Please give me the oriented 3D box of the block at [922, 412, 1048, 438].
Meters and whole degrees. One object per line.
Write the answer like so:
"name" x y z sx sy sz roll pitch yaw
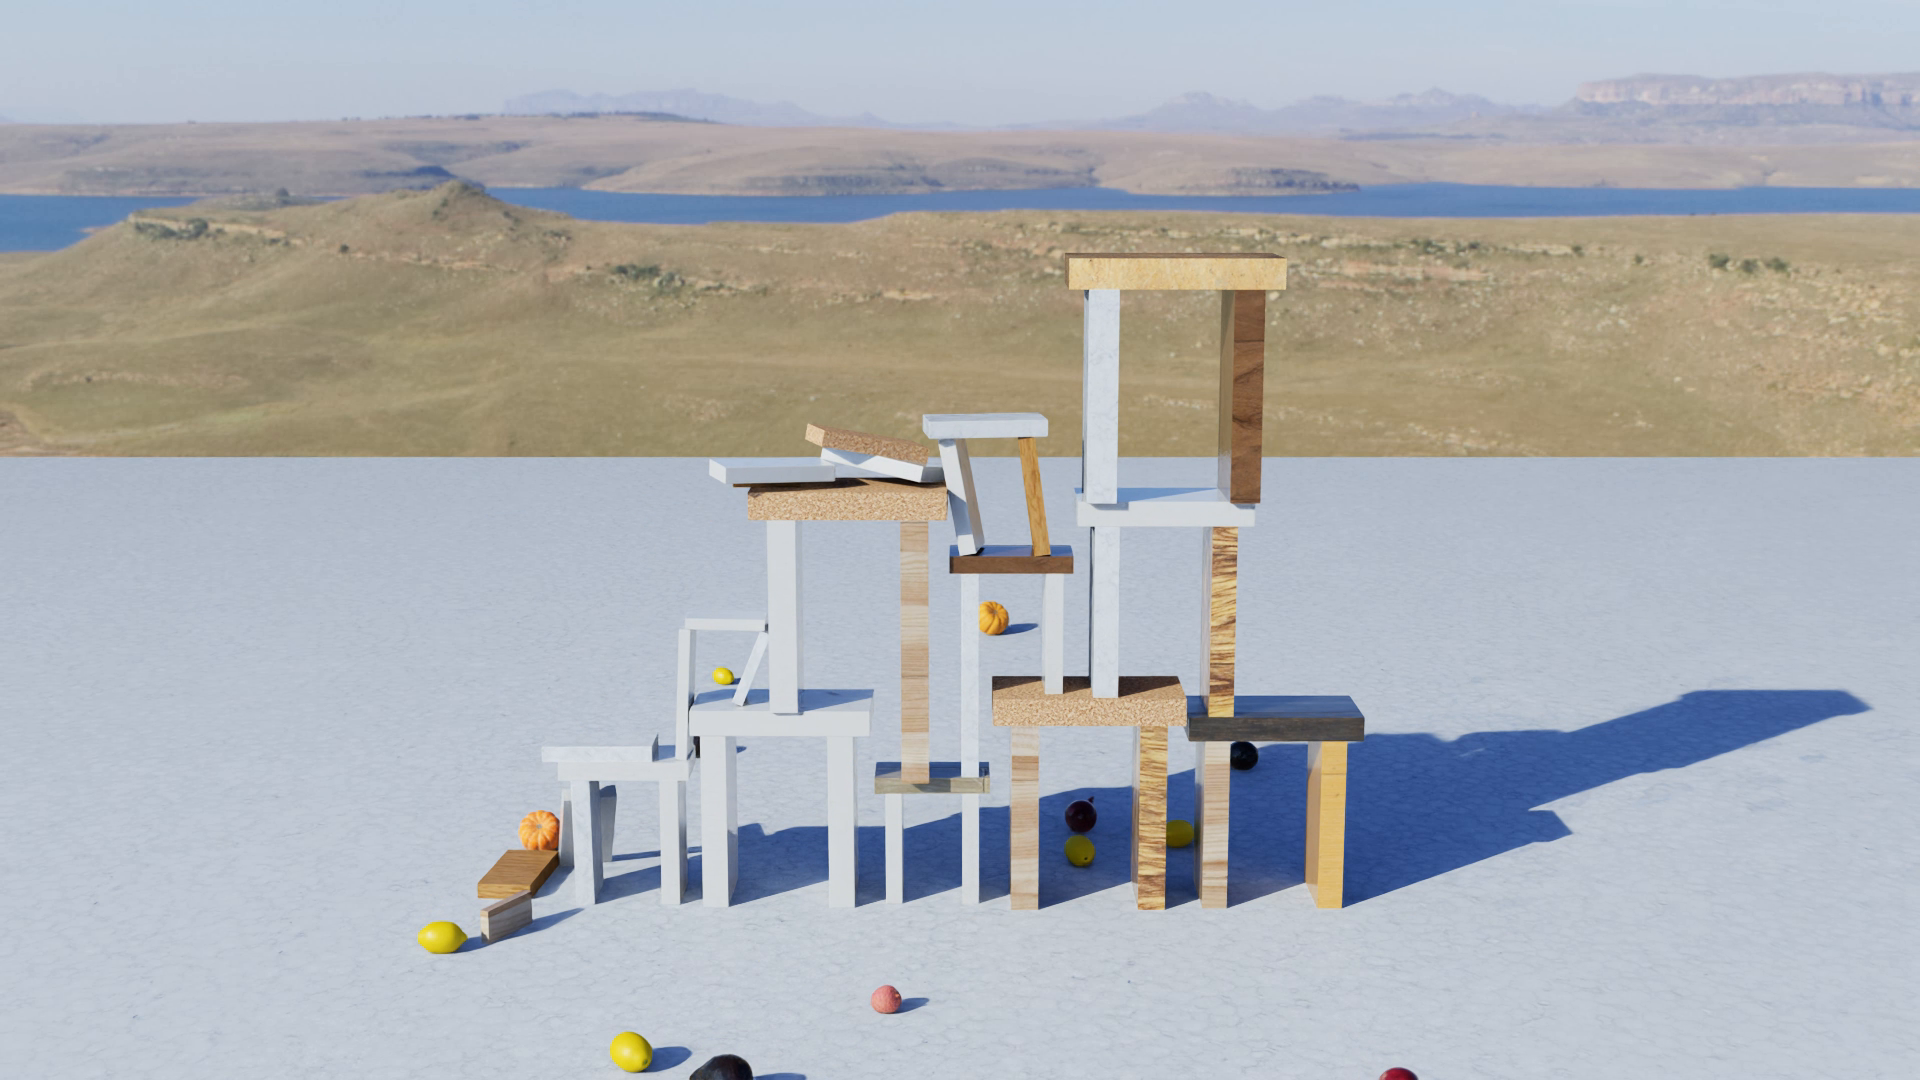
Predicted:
"block" 0.040 -0.184 3.527 0.190 0.027 0.095 -1 11 -7

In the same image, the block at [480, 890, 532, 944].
"block" -0.718 0.597 3.485 0.015 0.054 0.107 5 12 27

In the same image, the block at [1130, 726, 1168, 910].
"block" 0.312 0.438 3.640 0.044 0.311 0.155 0 11 0

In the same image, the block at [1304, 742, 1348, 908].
"block" 0.605 0.451 3.642 0.040 0.283 0.141 0 11 0

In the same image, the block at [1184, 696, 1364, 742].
"block" 0.510 0.293 3.613 0.283 0.040 0.141 0 11 0

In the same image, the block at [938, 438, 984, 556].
"block" 0.003 -0.077 3.553 0.027 0.190 0.095 -9 9 11

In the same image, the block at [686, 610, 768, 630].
"block" -0.380 0.131 3.581 0.128 0.018 0.064 1 11 -1

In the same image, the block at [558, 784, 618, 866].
"block" -0.638 0.490 3.765 0.089 0.178 0.025 -3 45 -16

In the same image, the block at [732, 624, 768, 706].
"block" -0.338 0.203 3.593 0.018 0.128 0.064 22 10 -4

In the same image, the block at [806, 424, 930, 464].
"block" -0.150 -0.156 3.554 0.181 0.026 0.090 9 7 -22

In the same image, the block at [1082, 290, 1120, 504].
"block" 0.224 -0.238 3.514 0.048 0.336 0.168 0 10 1

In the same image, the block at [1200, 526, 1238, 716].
"block" 0.421 0.119 3.585 0.040 0.312 0.140 0 11 0

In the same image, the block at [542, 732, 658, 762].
"block" -0.591 0.340 3.619 0.178 0.025 0.089 0 11 -1

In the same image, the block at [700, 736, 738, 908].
"block" -0.399 0.446 3.650 0.041 0.291 0.145 0 11 1

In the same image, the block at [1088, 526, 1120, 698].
"block" 0.235 0.103 3.582 0.040 0.280 0.140 0 11 0

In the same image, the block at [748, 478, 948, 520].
"block" -0.178 -0.067 3.547 0.314 0.044 0.157 0 11 0

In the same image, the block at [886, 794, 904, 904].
"block" -0.108 0.498 3.650 0.027 0.188 0.094 0 11 0

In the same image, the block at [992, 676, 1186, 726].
"block" 0.209 0.263 3.607 0.310 0.044 0.155 0 11 0

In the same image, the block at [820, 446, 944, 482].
"block" -0.124 -0.125 3.562 0.181 0.026 0.090 14 7 23

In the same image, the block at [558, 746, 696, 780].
"block" -0.548 0.367 3.627 0.211 0.030 0.106 0 11 -1

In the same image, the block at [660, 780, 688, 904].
"block" -0.475 0.486 3.649 0.030 0.211 0.106 0 11 0

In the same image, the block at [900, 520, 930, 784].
"block" -0.073 0.167 3.590 0.044 0.431 0.157 0 11 -1

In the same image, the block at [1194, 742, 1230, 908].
"block" 0.416 0.451 3.642 0.040 0.283 0.141 0 11 0

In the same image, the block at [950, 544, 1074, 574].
"block" 0.083 0.031 3.570 0.199 0.028 0.099 0 11 0

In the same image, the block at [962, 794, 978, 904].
"block" 0.017 0.498 3.650 0.027 0.188 0.094 0 11 0

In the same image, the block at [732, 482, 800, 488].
"block" -0.311 -0.097 3.543 0.107 0.015 0.054 0 11 -2

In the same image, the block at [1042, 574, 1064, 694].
"block" 0.151 0.143 3.592 0.028 0.199 0.099 0 11 -1

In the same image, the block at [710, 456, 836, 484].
"block" -0.299 -0.111 3.500 0.181 0.026 0.090 -2 11 -22

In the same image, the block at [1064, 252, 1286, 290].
"block" 0.337 -0.426 3.481 0.336 0.048 0.168 0 11 0

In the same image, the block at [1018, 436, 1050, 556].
"block" 0.119 -0.077 3.548 0.027 0.190 0.095 -8 10 2

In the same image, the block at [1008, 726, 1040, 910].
"block" 0.105 0.438 3.640 0.044 0.311 0.155 0 11 0

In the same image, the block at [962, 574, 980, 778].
"block" 0.017 0.211 3.605 0.028 0.339 0.099 0 11 0

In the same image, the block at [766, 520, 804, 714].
"block" -0.283 0.109 3.580 0.044 0.314 0.157 0 11 0

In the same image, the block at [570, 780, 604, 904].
"block" -0.618 0.486 3.648 0.030 0.212 0.106 -1 11 -1

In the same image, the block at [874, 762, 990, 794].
"block" -0.045 0.392 3.631 0.188 0.027 0.094 0 11 0

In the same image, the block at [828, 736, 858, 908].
"block" -0.193 0.446 3.646 0.041 0.291 0.145 0 11 0

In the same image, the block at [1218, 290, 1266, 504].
"block" 0.449 -0.238 3.516 0.048 0.336 0.168 0 11 0

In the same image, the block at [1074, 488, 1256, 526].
"block" 0.327 -0.054 3.552 0.280 0.040 0.140 0 11 0

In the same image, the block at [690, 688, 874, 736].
"block" -0.290 0.283 3.616 0.291 0.041 0.145 0 11 1

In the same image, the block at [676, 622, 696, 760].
"block" -0.448 0.246 3.599 0.018 0.218 0.064 3 11 2

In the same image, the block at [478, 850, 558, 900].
"block" -0.748 0.566 3.727 0.089 0.025 0.178 1 11 5
